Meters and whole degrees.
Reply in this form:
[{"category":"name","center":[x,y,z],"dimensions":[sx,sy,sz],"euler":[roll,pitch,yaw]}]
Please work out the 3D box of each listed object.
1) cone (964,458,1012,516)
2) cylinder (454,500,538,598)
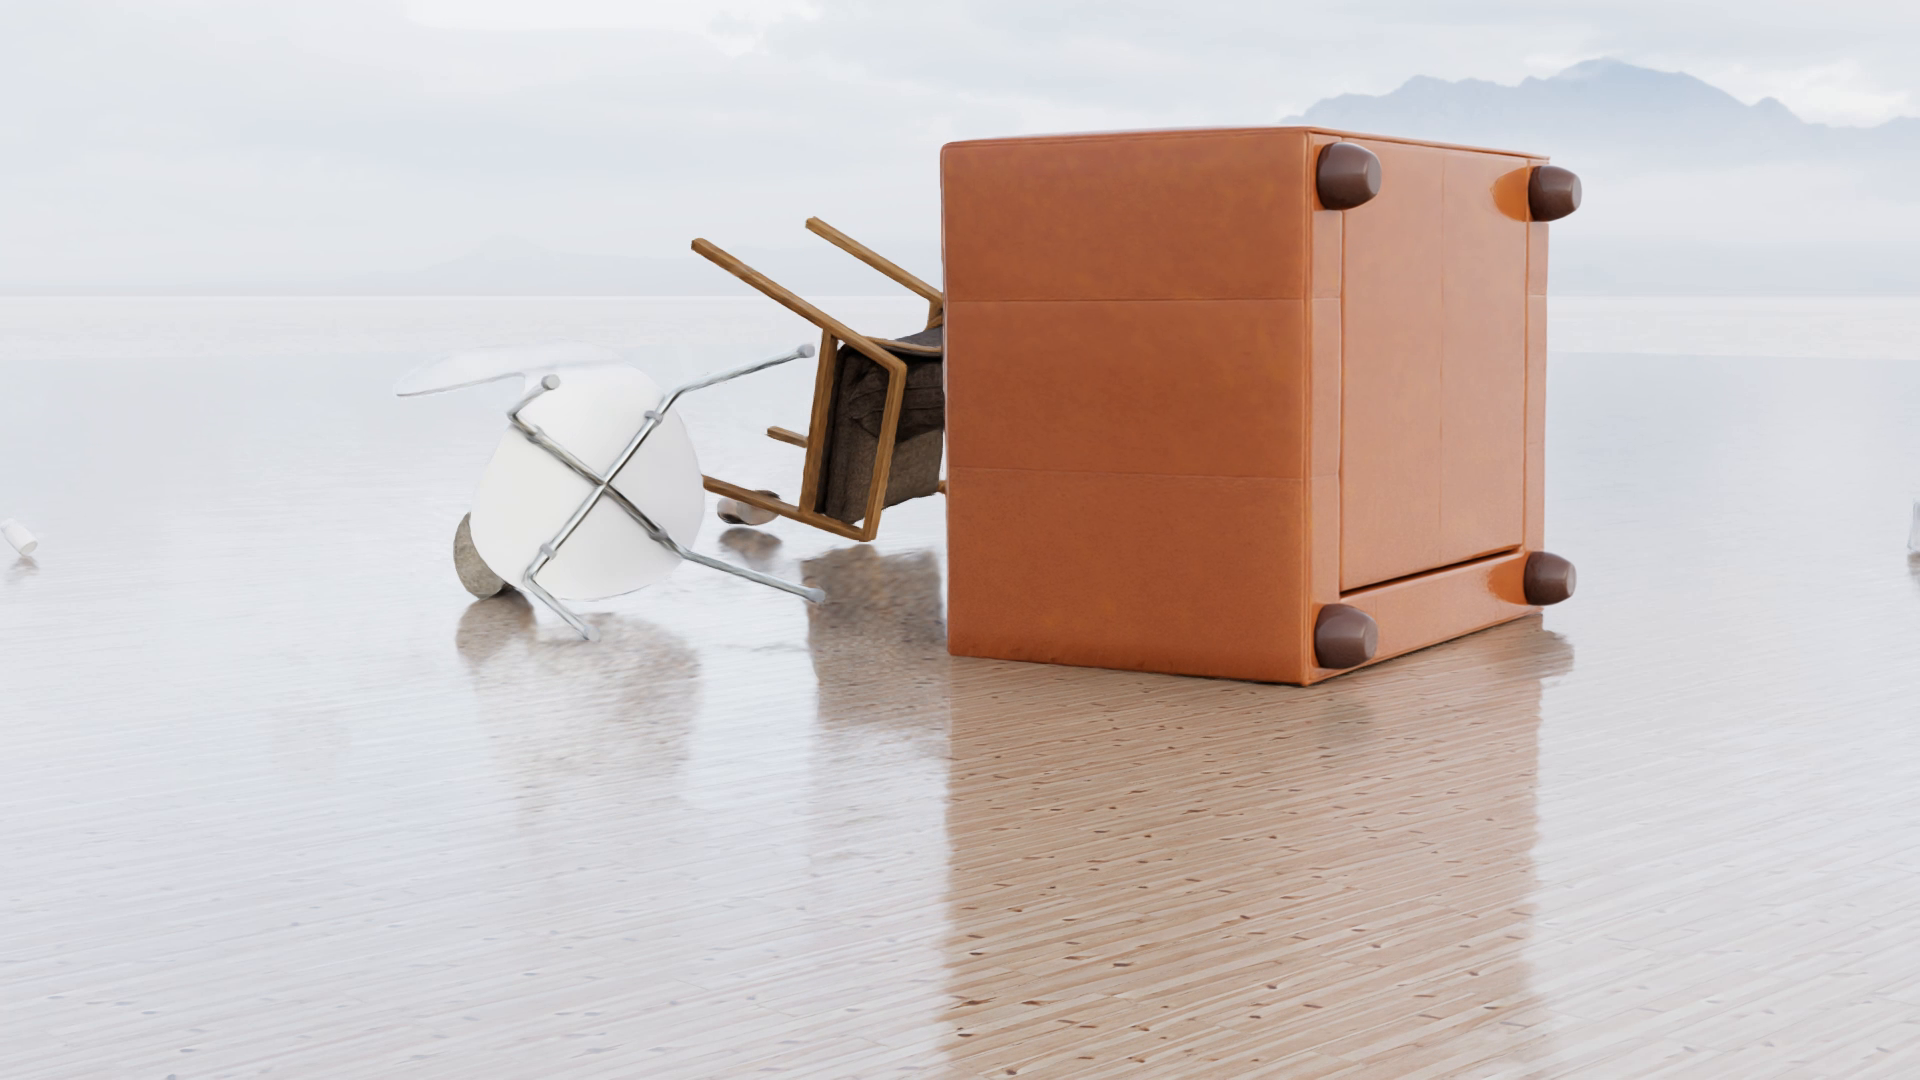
[{"category":"cone","center":[0.076,-0.152,7.137],"dimensions":[0.135,0.154,0.134],"euler":[-4,7,-33]},{"category":"cylinder","center":[-0.962,0.018,5.324],"dimensions":[0.122,0.186,0.180],"euler":[0,6,9]}]
